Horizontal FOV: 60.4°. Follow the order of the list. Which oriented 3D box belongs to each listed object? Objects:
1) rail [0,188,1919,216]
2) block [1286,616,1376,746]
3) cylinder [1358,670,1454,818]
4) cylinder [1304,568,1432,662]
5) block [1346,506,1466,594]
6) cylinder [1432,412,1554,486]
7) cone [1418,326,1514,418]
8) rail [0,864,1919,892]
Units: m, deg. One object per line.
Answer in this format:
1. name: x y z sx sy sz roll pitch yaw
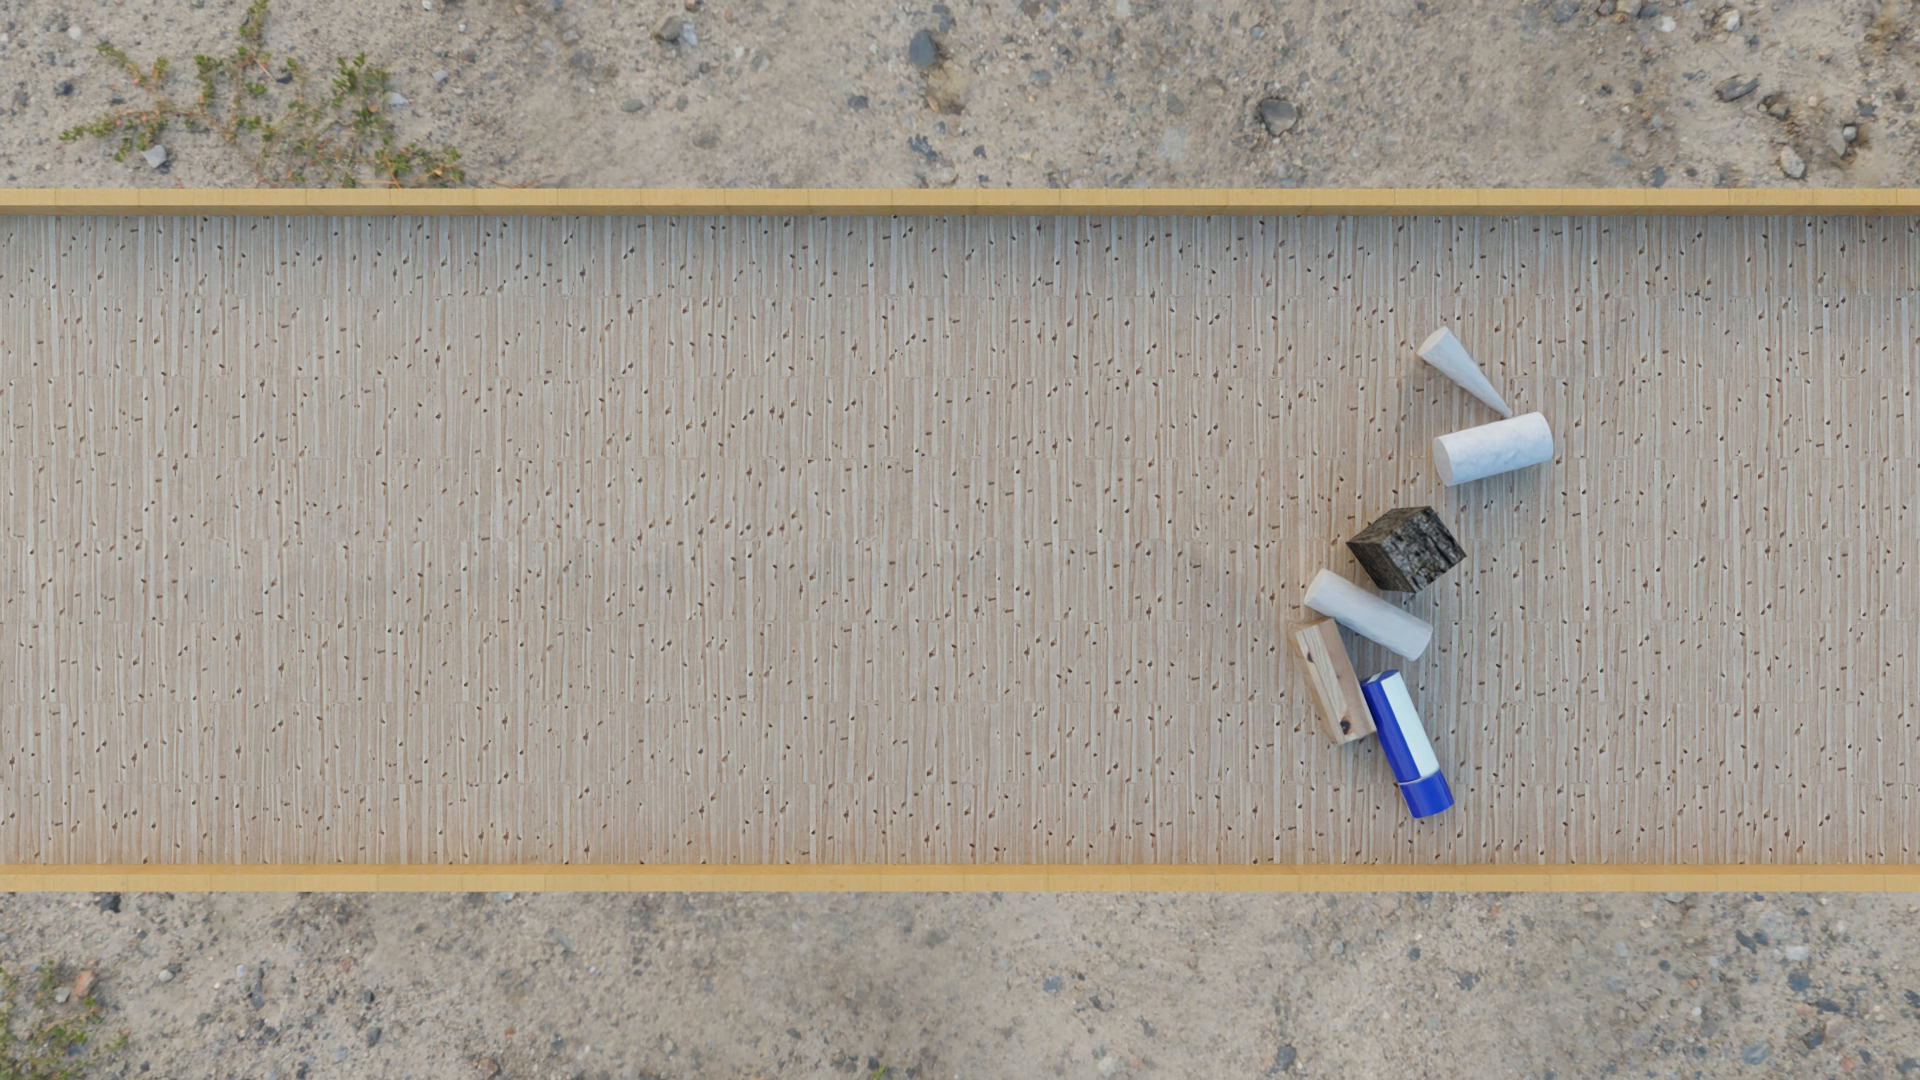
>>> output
1. rail: -2.247 -1.025 5.002 12.000 0.150 0.050 0 90 0
2. block: 1.129 0.426 5.014 0.125 0.125 0.363 -21 90 0
3. cylinder: 1.352 0.617 5.009 0.135 0.135 0.431 -23 90 0
4. cylinder: 1.240 0.227 5.014 0.368 0.126 0.126 28 90 0
5. block: 1.311 0.027 4.870 0.178 0.412 0.178 -36 90 0
6. cylinder: 1.613 -0.276 4.999 0.313 0.156 0.156 -14 90 0
7. cone: 1.592 -0.465 5.047 0.424 0.117 0.117 42 90 -8
8. rail: -2.247 1.025 5.001 12.000 0.150 0.050 0 90 0
